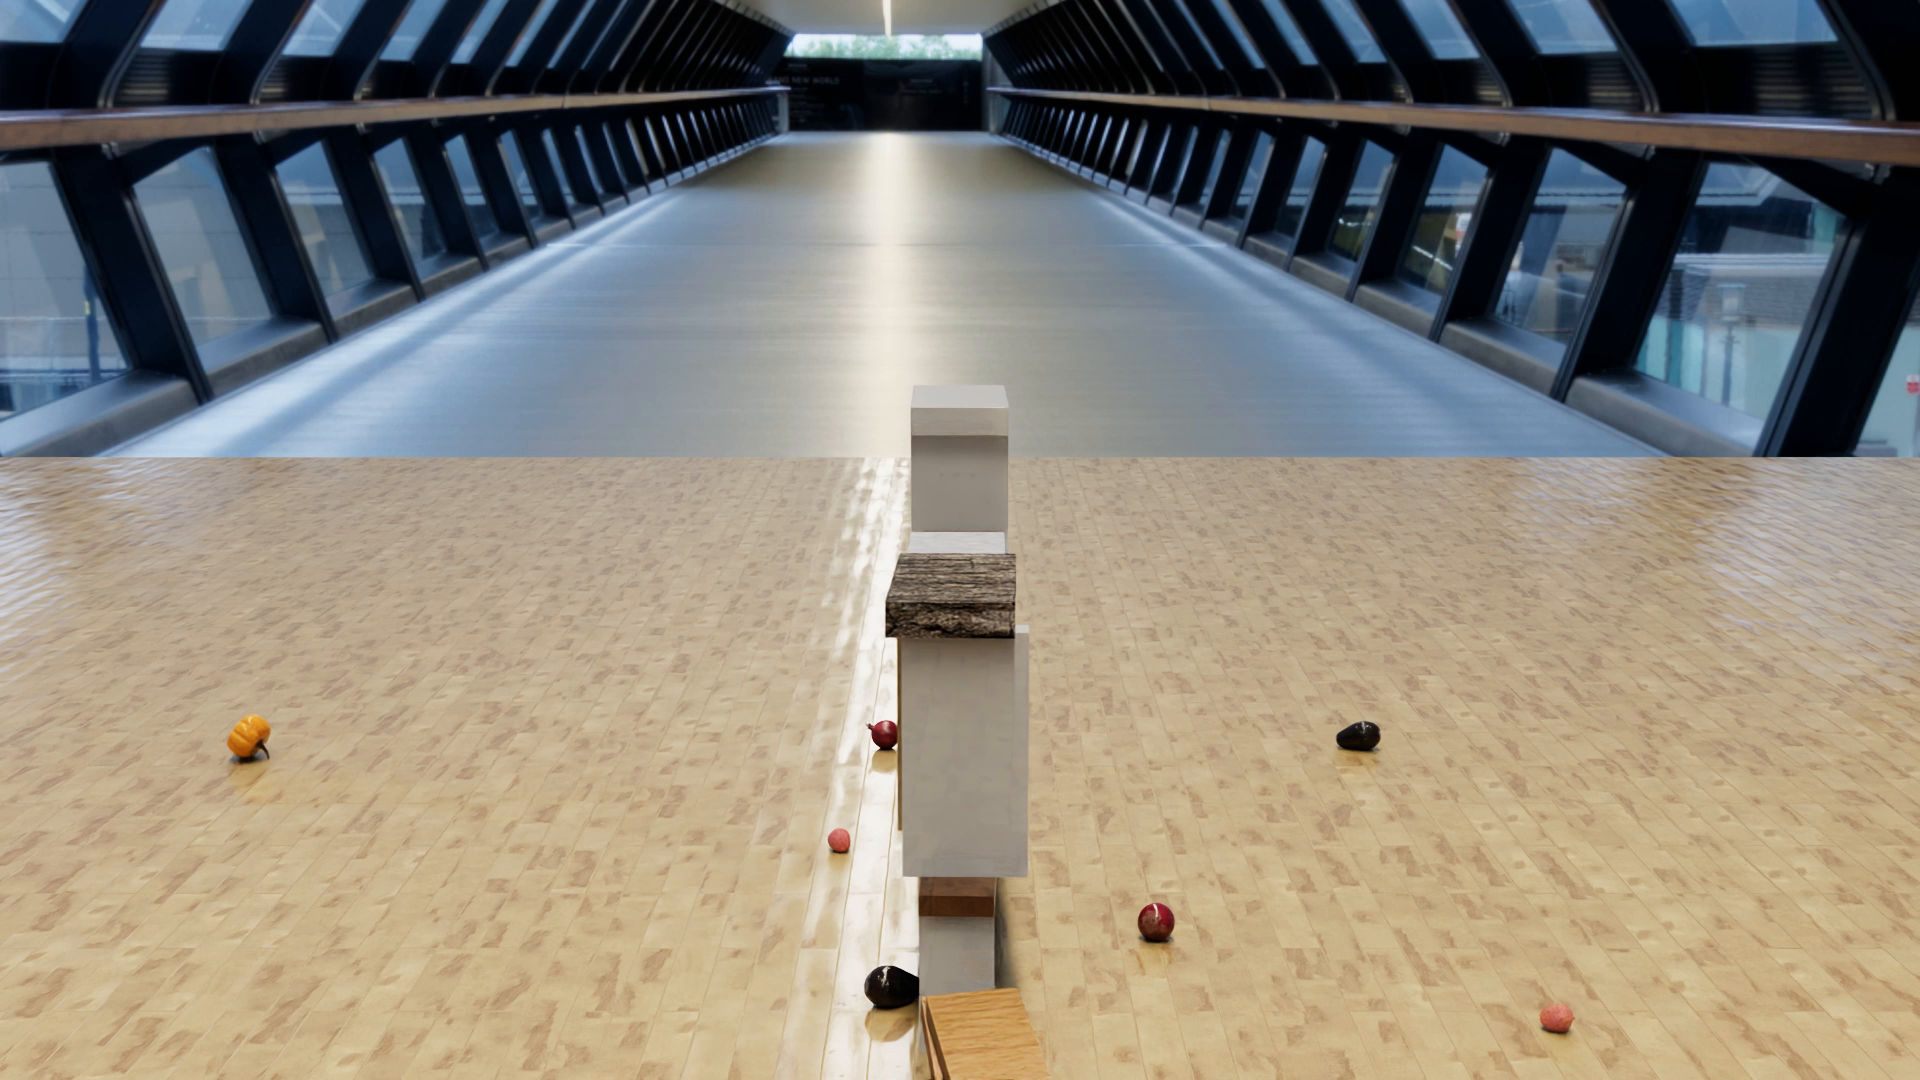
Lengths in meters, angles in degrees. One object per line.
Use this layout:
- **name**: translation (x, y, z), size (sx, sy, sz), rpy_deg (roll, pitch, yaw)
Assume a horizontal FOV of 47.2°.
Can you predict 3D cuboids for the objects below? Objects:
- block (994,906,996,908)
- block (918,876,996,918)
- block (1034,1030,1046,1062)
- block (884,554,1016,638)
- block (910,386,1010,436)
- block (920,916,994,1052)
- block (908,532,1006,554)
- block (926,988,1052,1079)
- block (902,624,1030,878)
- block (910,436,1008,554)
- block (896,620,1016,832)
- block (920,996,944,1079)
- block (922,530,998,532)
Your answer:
- **block**: translation (0.002, 0.488, 3.598), size (0.113, 0.227, 0.032), rpy_deg (0, 11, 0)
- **block**: translation (-0.001, 0.477, 3.074), size (0.103, 0.029, 0.205), rpy_deg (0, 11, 2)
- **block**: translation (0.045, 0.728, 2.615), size (0.118, 0.034, 0.471), rpy_deg (1, 20, 1)
- **block**: translation (-0.009, 0.076, 3.116), size (0.174, 0.049, 0.347), rpy_deg (0, 11, 2)
- **block**: translation (-0.001, -0.238, 4.007), size (0.172, 0.049, 0.344), rpy_deg (0, 11, 0)
- **block**: translation (-0.004, 0.604, 3.029), size (0.103, 0.205, 0.029), rpy_deg (0, 11, 1)
- **block**: translation (-0.005, 0.036, 3.450), size (0.152, 0.043, 0.304), rpy_deg (0, 11, 1)
- **block**: translation (0.035, 0.629, 2.688), size (0.118, 0.034, 0.237), rpy_deg (-3, 21, -9)
- **block**: translation (0.007, 0.292, 3.040), size (0.174, 0.347, 0.049), rpy_deg (0, 11, 1)
- **block**: translation (-0.001, -0.024, 3.930), size (0.172, 0.344, 0.049), rpy_deg (0, 11, 0)
- **block**: translation (-0.006, 0.254, 3.270), size (0.174, 0.358, 0.049), rpy_deg (0, 11, 1)
- **block**: translation (0.021, 0.644, 2.744), size (0.118, 0.034, 0.237), rpy_deg (-2, 20, -6)
- **block**: translation (0.001, 0.026, 3.741), size (0.132, 0.037, 0.264), rpy_deg (0, 11, 0)
